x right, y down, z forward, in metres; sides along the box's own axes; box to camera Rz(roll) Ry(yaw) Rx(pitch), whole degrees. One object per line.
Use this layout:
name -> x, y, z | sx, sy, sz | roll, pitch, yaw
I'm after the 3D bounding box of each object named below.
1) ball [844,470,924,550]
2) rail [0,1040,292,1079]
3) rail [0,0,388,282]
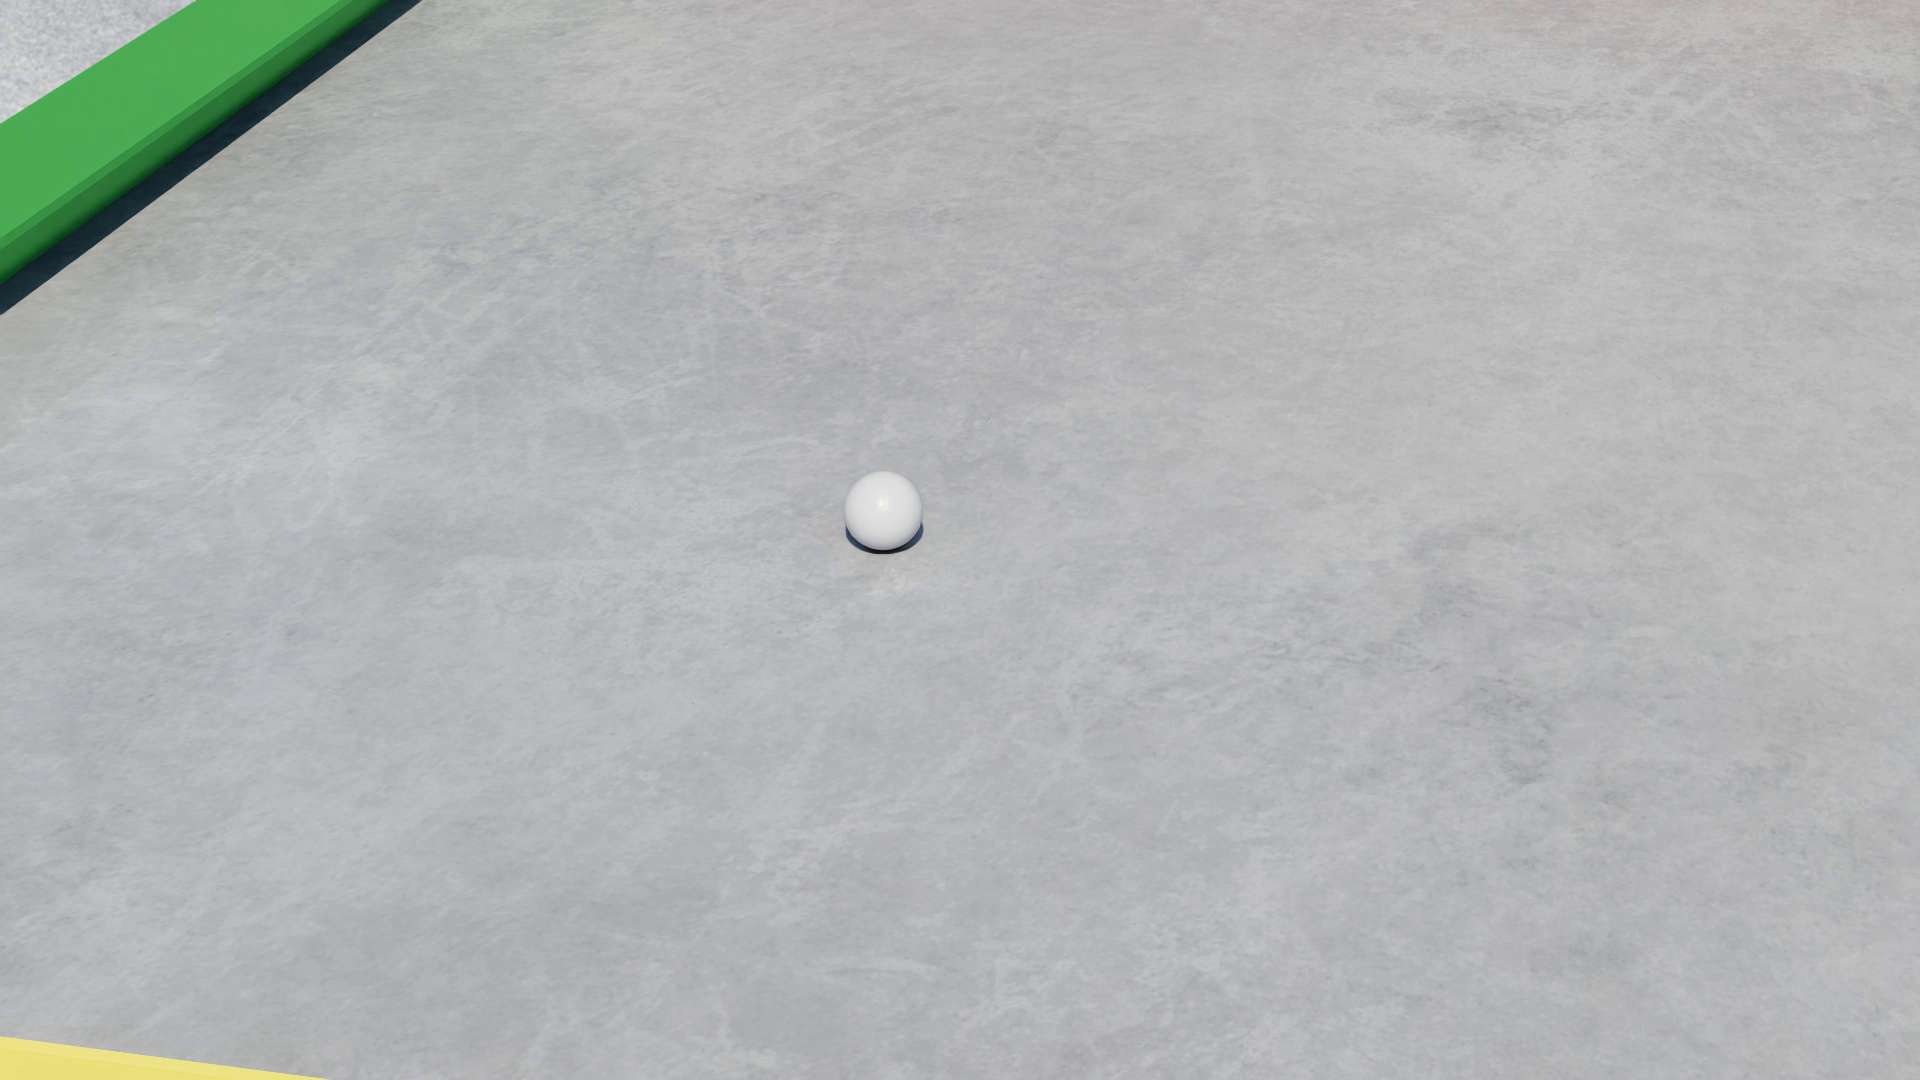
ball -> -0.049, -0.019, 1.896 | 0.052, 0.052, 0.052 | 0, 26, 0
rail -> -0.142, 0.275, 1.221 | 1.699, 0.120, 0.045 | 5, 27, 10
rail -> -0.661, -0.417, 2.624 | 0.045, 0.120, 2.900 | 5, 27, 10
